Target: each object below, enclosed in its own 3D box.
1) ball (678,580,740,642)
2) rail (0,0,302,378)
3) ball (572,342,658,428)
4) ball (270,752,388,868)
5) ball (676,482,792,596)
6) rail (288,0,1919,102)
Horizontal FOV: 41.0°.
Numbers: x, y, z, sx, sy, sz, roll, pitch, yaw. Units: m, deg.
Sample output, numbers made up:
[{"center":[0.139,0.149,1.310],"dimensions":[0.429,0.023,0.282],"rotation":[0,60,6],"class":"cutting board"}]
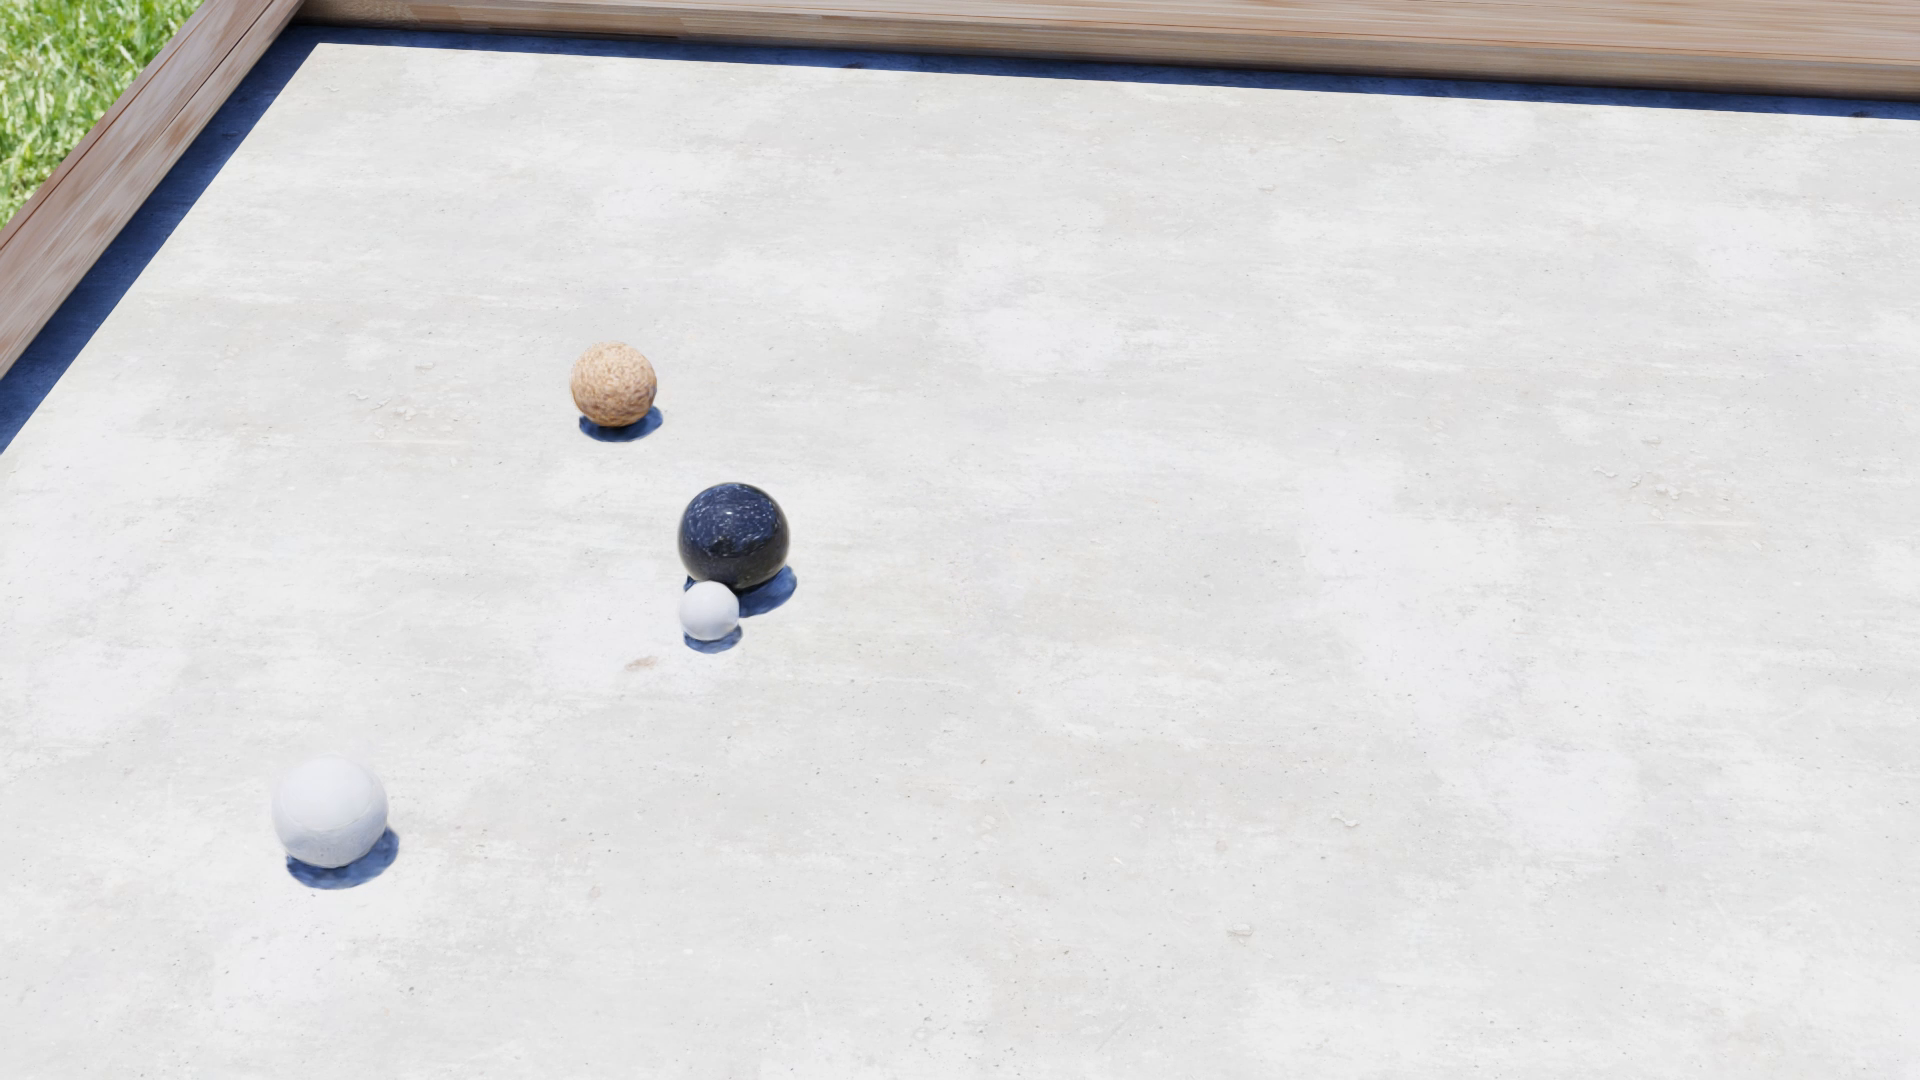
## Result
[{"center":[-0.178,0.051,1.815],"dimensions":[0.043,0.043,0.043],"rotation":[0,35,0],"class":"ball"},{"center":[-0.790,-0.070,1.930],"dimensions":[0.045,0.108,1.816],"rotation":[4,35,5],"class":"rail"},{"center":[-0.275,-0.123,2.042],"dimensions":[0.068,0.068,0.068],"rotation":[0,35,0],"class":"ball"},{"center":[-0.397,0.170,1.618],"dimensions":[0.073,0.073,0.073],"rotation":[0,35,0],"class":"ball"},{"center":[-0.164,-0.001,1.854],"dimensions":[0.083,0.083,0.083],"rotation":[0,35,0],"class":"ball"},{"center":[0.914,-0.468,2.499],"dimensions":[3.273,0.108,0.045],"rotation":[4,35,5],"class":"rail"}]
